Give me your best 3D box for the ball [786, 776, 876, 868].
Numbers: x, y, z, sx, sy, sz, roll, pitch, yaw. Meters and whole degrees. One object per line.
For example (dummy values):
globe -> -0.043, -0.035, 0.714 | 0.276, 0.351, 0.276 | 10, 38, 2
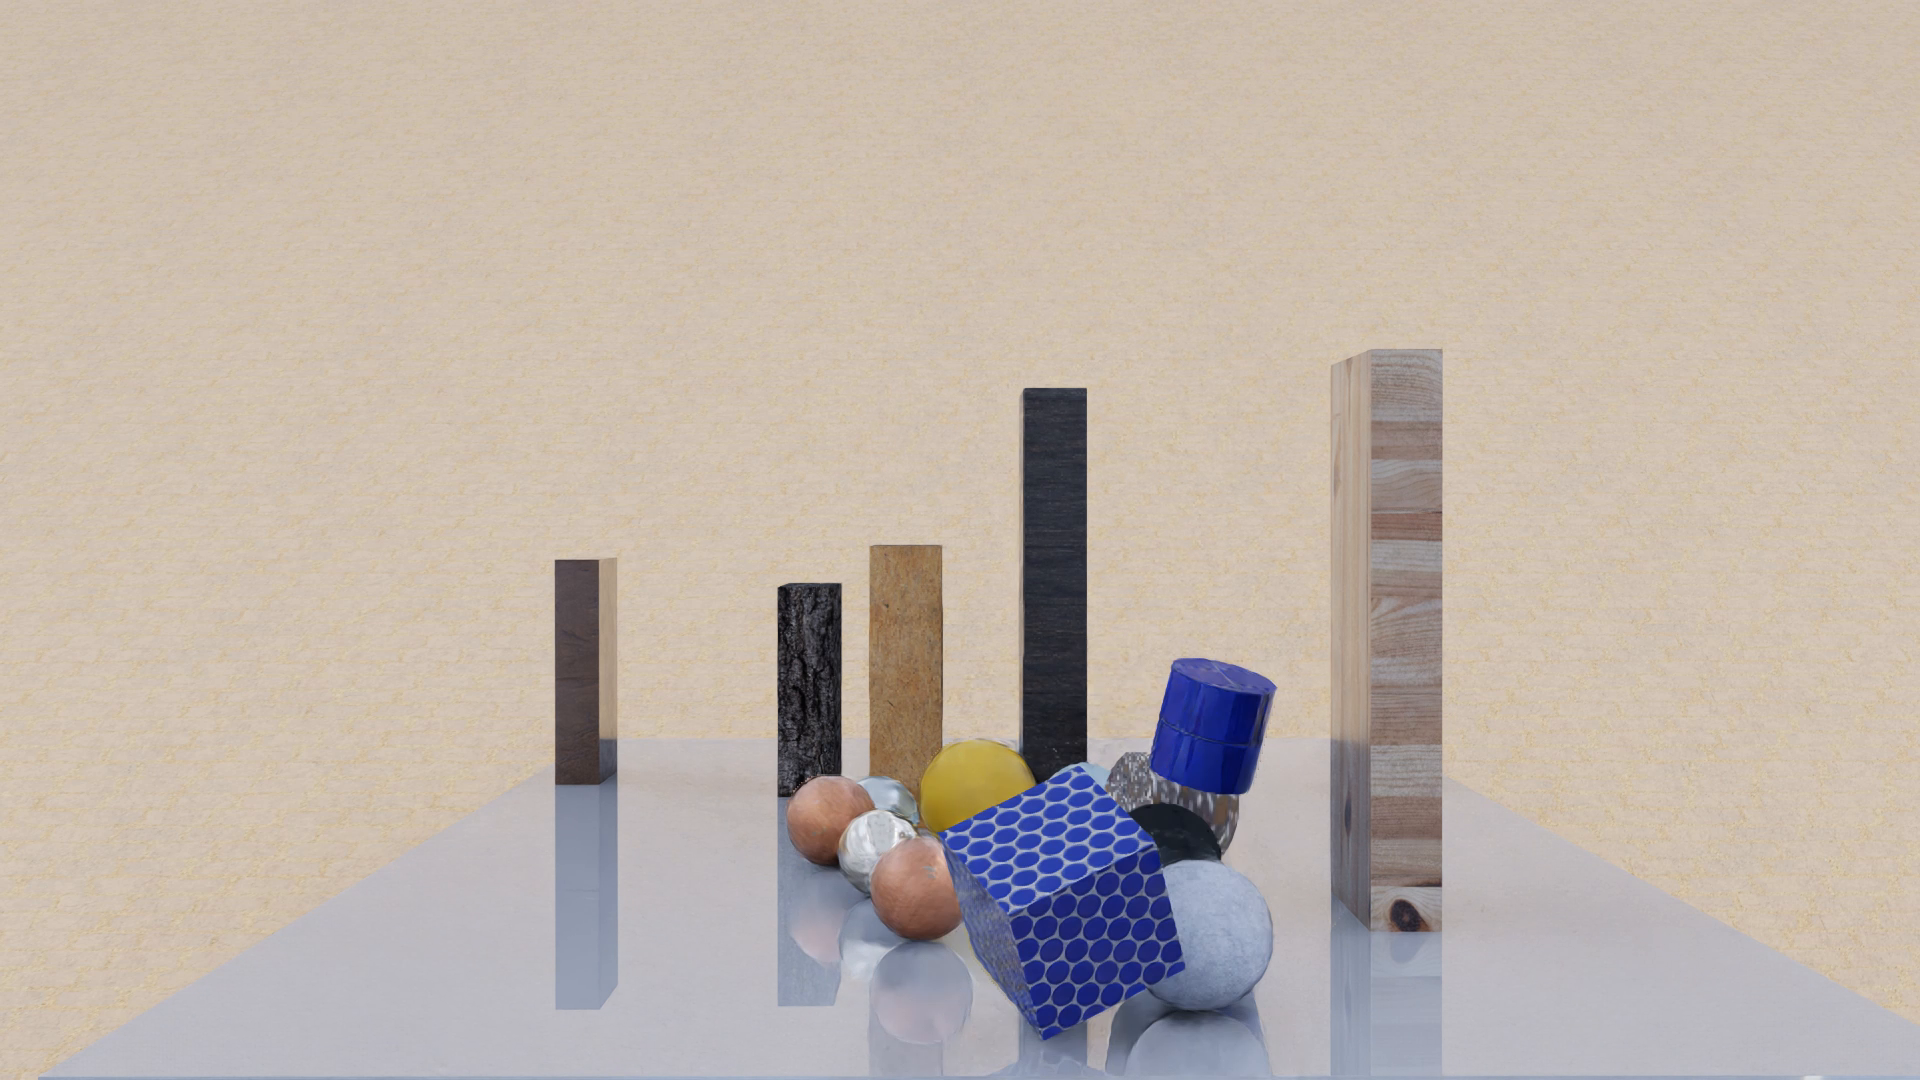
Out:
ball -> -0.206, 0.453, 4.165 | 0.148, 0.148, 0.148 | 0, 29, 0

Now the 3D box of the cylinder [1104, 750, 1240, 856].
cylinder -> 0.342, 0.435, 4.207 | 0.162, 0.162, 0.162 | 14, 23, -24

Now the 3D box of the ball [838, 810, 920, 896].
ball -> -0.118, 0.467, 3.857 | 0.130, 0.130, 0.130 | 0, 29, 0

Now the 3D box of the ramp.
ramp -> 0.064, 0.575, 4.619 | 2.000, 0.100, 4.000 | 0, 1, 0

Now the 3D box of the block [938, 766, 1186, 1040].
block -> 0.111, 0.394, 2.824 | 0.178, 0.178, 0.178 | -24, 32, -15

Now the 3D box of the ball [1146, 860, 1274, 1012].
ball -> 0.274, 0.453, 2.966 | 0.173, 0.173, 0.173 | 0, 29, 0

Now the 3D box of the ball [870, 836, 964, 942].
ball -> -0.051, 0.467, 3.456 | 0.138, 0.138, 0.138 | 0, 29, 0

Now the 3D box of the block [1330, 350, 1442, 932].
block -> 0.609, 0.136, 3.717 | 0.097, 0.795, 0.383 | 0, 1, 0

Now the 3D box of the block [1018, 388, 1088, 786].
block -> 0.162, 0.133, 4.595 | 0.107, 0.785, 0.396 | 0, 1, 0

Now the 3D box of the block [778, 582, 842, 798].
block -> -0.313, 0.306, 5.410 | 0.114, 0.424, 0.363 | 0, 1, 0

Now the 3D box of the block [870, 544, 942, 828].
block -> -0.100, 0.267, 4.850 | 0.131, 0.513, 0.270 | 0, 1, 0

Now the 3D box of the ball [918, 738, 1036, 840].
ball -> 0.031, 0.429, 4.286 | 0.199, 0.199, 0.199 | 0, 29, 0

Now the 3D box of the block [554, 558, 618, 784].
block -> -0.811, 0.278, 5.616 | 0.094, 0.477, 0.293 | 0, 1, 0

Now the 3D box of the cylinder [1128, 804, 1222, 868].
cylinder -> 0.253, 0.419, 3.197 | 0.147, 0.147, 0.147 | -3, 65, 8

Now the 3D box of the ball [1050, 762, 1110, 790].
ball -> 0.208, 0.450, 4.322 | 0.155, 0.155, 0.155 | 0, 29, 0

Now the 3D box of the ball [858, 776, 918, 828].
ball -> -0.137, 0.460, 4.289 | 0.137, 0.137, 0.137 | 0, 29, 0

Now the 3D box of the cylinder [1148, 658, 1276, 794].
cylinder -> 0.387, 0.285, 3.969 | 0.163, 0.163, 0.163 | 12, 12, -3
